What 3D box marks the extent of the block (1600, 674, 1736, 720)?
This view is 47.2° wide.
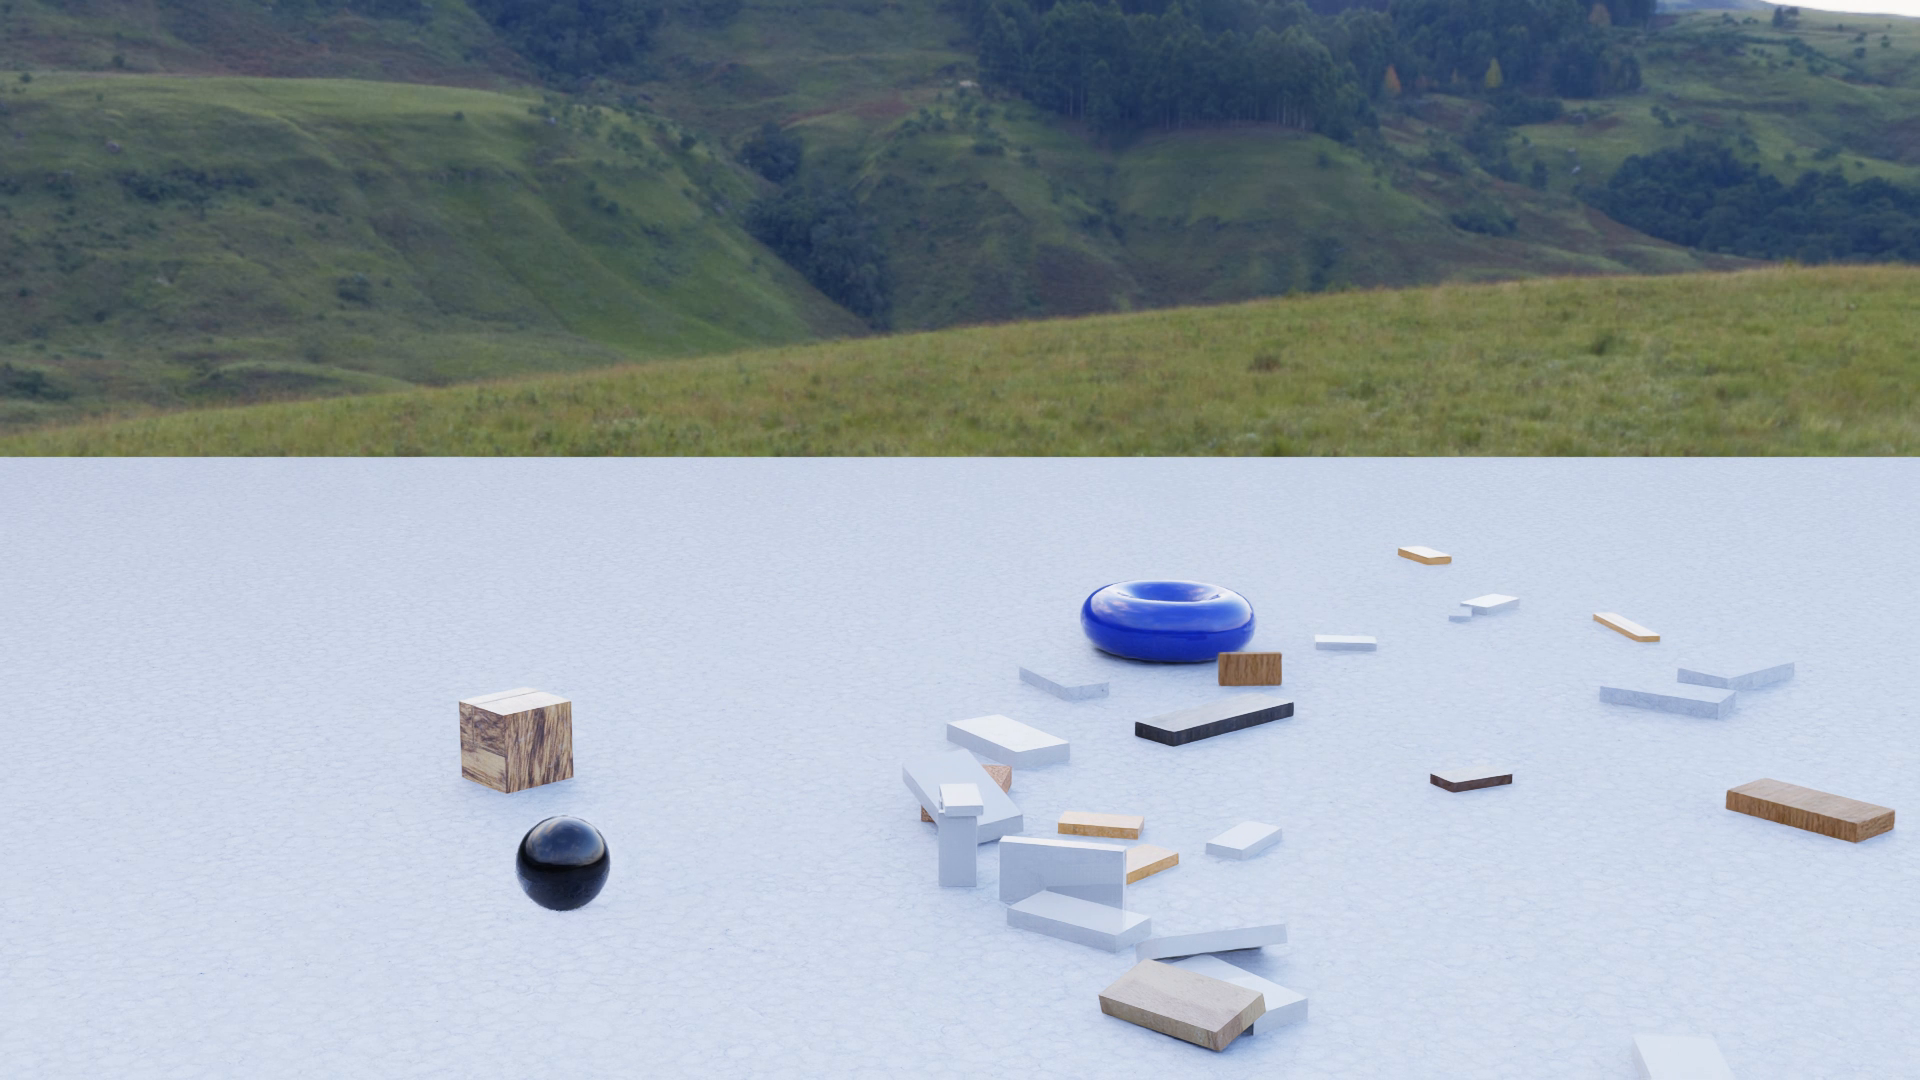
[{"bbox_3d":[1.569,0.347,4.877,0.261,0.037,0.131,7,13,35],"label":"block"}]

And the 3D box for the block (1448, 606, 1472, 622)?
[{"bbox_3d":[1.309,0.194,5.755,0.057,0.016,0.114,3,11,13],"label":"block"}]

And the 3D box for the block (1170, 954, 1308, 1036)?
[{"bbox_3d":[0.391,0.661,3.205,0.108,0.031,0.216,-8,13,-36],"label":"block"}]

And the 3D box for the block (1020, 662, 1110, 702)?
[{"bbox_3d":[0.237,0.322,5.027,0.112,0.032,0.224,-5,12,-25],"label":"block"}]

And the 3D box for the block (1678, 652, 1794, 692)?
[{"bbox_3d":[1.798,0.306,5.095,0.267,0.037,0.131,-8,13,-37],"label":"block"}]

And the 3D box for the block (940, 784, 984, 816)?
[{"bbox_3d":[0.002,0.440,3.726,0.064,0.018,0.128,-1,10,-5],"label":"block"}]

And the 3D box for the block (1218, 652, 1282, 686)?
[{"bbox_3d":[0.666,0.296,5.053,0.143,0.072,0.020,0,5,-2],"label":"block"}]

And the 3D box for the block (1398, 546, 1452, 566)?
[{"bbox_3d":[1.381,0.046,6.534,0.082,0.023,0.164,-4,11,-19],"label":"block"}]

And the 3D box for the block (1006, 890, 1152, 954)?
[{"bbox_3d":[0.189,0.606,3.500,0.207,0.029,0.104,8,13,36],"label":"block"}]

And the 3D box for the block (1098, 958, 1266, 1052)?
[{"bbox_3d":[0.314,0.658,3.126,0.216,0.031,0.108,8,27,45],"label":"block"}]

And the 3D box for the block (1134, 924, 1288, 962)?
[{"bbox_3d":[0.382,0.614,3.349,0.207,0.029,0.103,-3,-14,-17],"label":"block"}]

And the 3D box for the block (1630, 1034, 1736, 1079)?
[{"bbox_3d":[0.965,0.715,2.913,0.108,0.031,0.216,1,11,7],"label":"block"}]

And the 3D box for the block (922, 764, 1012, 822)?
[{"bbox_3d":[0.014,0.479,4.165,0.130,0.037,0.261,2,11,9],"label":"block"}]

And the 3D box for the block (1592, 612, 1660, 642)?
[{"bbox_3d":[1.697,0.222,5.604,0.057,0.016,0.264,-2,11,-8],"label":"block"}]

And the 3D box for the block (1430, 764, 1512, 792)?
[{"bbox_3d":[0.997,0.465,4.288,0.143,0.020,0.072,-5,12,-25],"label":"block"}]

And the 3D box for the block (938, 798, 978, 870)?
[{"bbox_3d":[-0.003,0.506,3.774,0.064,0.128,0.018,-3,11,-14],"label":"block"}]

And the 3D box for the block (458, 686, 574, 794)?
[{"bbox_3d":[-0.870,0.391,4.315,0.156,0.156,0.156,-10,15,-44],"label":"block"}]

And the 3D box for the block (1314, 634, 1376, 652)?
[{"bbox_3d":[0.950,0.254,5.421,0.147,0.021,0.073,1,11,7],"label":"block"}]

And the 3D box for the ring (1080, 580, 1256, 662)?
[{"bbox_3d":[0.511,0.196,5.401,0.433,0.144,0.433,1,9,0],"label":"ring"}]

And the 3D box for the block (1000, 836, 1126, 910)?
[{"bbox_3d":[0.169,0.548,3.611,0.207,0.103,0.029,3,11,15],"label":"block"}]

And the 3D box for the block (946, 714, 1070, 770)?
[{"bbox_3d":[0.097,0.413,4.518,0.130,0.037,0.261,-7,12,-32],"label":"block"}]

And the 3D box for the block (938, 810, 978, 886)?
[{"bbox_3d":[-0.004,0.519,3.701,0.064,0.128,0.018,1,9,3],"label":"block"}]

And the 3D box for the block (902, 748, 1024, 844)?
[{"bbox_3d":[0.003,0.470,4.020,0.130,0.037,0.261,-12,26,-20],"label":"block"}]

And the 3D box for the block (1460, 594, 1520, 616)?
[{"bbox_3d":[1.411,0.172,5.856,0.082,0.023,0.164,10,15,44],"label":"block"}]

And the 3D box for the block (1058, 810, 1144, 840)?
[{"bbox_3d":[0.257,0.518,3.998,0.147,0.021,0.073,3,11,14],"label":"block"}]

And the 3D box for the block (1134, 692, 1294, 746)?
[{"bbox_3d":[0.547,0.382,4.704,0.376,0.032,0.112,-9,14,-40],"label":"block"}]

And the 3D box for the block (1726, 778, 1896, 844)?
[{"bbox_3d":[1.569,0.498,4.064,0.131,0.037,0.261,-8,13,-38],"label":"block"}]

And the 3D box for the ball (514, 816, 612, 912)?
[{"bbox_3d":[-0.647,0.527,3.586,0.155,0.155,0.155,0,11,0],"label":"ball"}]

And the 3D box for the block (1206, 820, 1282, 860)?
[{"bbox_3d":[0.506,0.534,3.914,0.072,0.020,0.153,7,13,34],"label":"block"}]

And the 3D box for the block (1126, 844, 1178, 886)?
[{"bbox_3d":[0.303,0.558,3.786,0.073,0.021,0.147,9,14,41],"label":"block"}]
